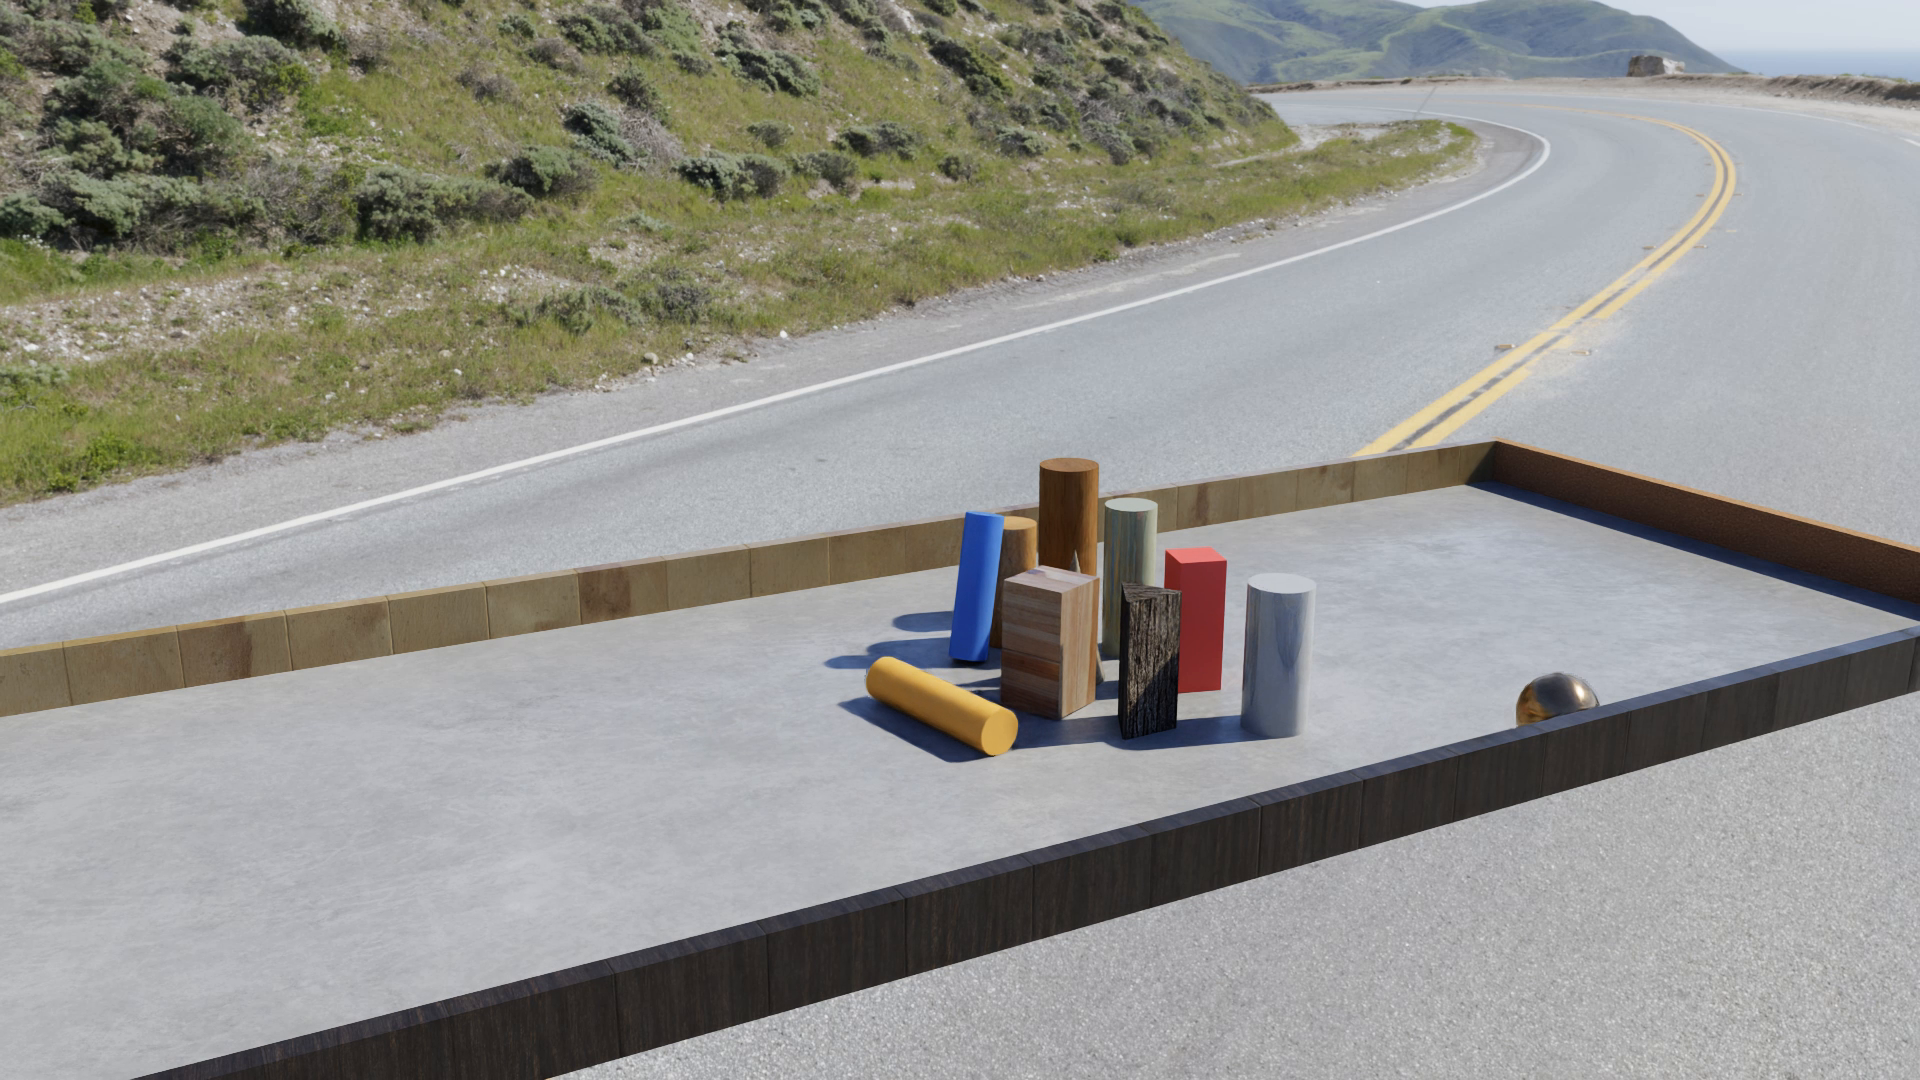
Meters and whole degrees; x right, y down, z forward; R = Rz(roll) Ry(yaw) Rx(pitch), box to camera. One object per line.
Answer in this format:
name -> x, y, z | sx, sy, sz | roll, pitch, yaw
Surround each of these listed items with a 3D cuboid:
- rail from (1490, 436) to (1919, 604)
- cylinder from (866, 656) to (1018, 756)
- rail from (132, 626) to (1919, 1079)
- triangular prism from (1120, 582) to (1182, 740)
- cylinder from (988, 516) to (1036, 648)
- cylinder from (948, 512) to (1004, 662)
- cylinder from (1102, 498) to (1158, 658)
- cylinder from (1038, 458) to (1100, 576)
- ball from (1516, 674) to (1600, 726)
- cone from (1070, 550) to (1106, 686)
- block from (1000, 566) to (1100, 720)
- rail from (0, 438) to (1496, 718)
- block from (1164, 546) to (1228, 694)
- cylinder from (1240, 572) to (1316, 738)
rail -> 2.466, -0.048, 5.253 | 0.050, 0.150, 2.100 | -9, 18, -27
cylinder -> -0.048, 0.383, 3.858 | 0.109, 0.109, 0.436 | -13, 21, -37
rail -> -2.336, 1.006, 1.665 | 12.000, 0.150, 0.050 | -9, 18, -27
triangular prism -> 0.411, 0.273, 3.834 | 0.149, 0.334, 0.129 | -9, 19, -28
cylinder -> 0.132, 0.113, 4.383 | 0.136, 0.328, 0.136 | 1, 16, 0
cylinder -> 0.043, 0.118, 4.263 | 0.101, 0.375, 0.101 | 7, 6, -1
cylinder -> 0.442, 0.100, 4.309 | 0.136, 0.399, 0.136 | 0, 16, 0
cylinder -> 0.301, -0.002, 4.601 | 0.164, 0.429, 0.164 | 0, 16, 0
ball -> 1.342, 0.391, 3.697 | 0.184, 0.184, 0.184 | 0, 16, 0
cone -> 0.285, 0.184, 4.128 | 0.165, 0.339, 0.165 | 0, 16, 0
block -> 0.216, 0.243, 3.962 | 0.165, 0.314, 0.165 | 12, 19, 35
rail -> -3.305, 0.497, 3.399 | 12.000, 0.150, 0.050 | -9, 18, -27
block -> 0.578, 0.198, 4.085 | 0.117, 0.336, 0.117 | -3, 17, -11
cylinder -> 0.737, 0.267, 3.825 | 0.155, 0.351, 0.155 | 0, 16, 0
